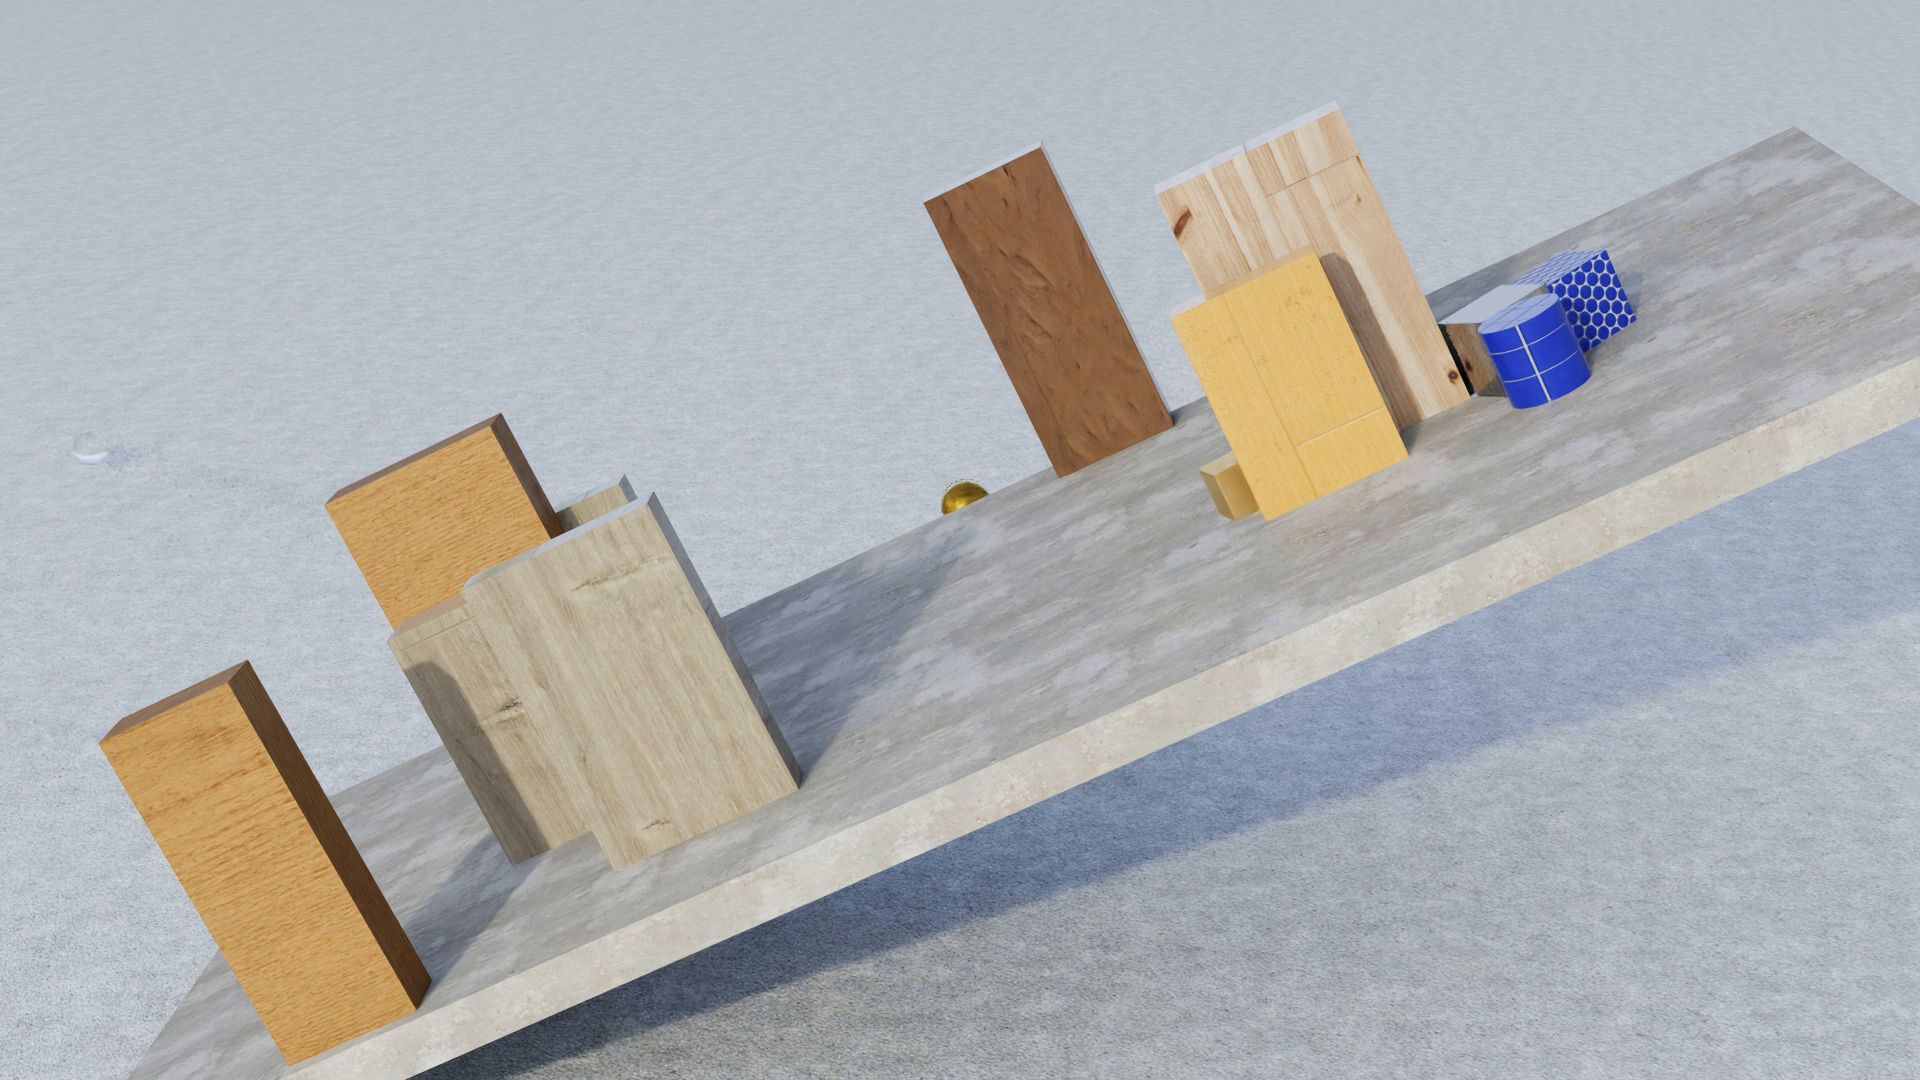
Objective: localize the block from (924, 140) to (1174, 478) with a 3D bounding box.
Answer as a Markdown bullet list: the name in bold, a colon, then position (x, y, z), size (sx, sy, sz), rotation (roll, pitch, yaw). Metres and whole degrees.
- **block**: position (0.215, -0.545, 7.000), size (0.305, 0.741, 0.101), rotation (-24, 13, 9)

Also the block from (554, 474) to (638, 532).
- **block**: position (-0.790, 0.129, 6.886), size (0.261, 0.502, 0.089), rotation (-24, 13, 9)

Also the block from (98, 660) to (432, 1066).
- **block**: position (-1.306, 0.613, 5.559), size (0.279, 0.722, 0.135), rotation (-24, 13, 9)

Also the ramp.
- **ramp**: position (0.137, 0.168, 6.281), size (4.000, 0.100, 2.000), rotation (-24, 13, 9)

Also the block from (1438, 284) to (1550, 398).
- **block**: position (1.117, -0.407, 6.006), size (0.169, 0.169, 0.169), rotation (-31, 14, -18)

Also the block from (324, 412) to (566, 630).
- **block**: position (-1.076, 0.149, 6.777), size (0.431, 0.769, 0.132), rotation (-24, 13, 9)

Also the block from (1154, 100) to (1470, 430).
- **block**: position (0.728, -0.514, 6.078), size (0.407, 0.662, 0.125), rotation (-24, 13, 9)

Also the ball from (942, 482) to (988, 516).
- **ball**: position (0.026, -0.112, 10.243), size (0.180, 0.180, 0.180), rotation (0, 16, 0)

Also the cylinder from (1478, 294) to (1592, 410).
- **cylinder**: position (1.140, -0.374, 5.834), size (0.170, 0.170, 0.170), rotation (-25, 13, 6)

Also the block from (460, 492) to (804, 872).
- **block**: position (-0.634, 0.280, 5.723), size (0.408, 0.638, 0.090), rotation (-24, 13, 9)

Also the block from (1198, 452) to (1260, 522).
- **block**: position (0.578, -0.117, 6.067), size (0.109, 0.109, 0.109), rotation (-28, 13, -7)

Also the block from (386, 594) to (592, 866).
- **block**: position (-0.857, 0.337, 6.130), size (0.440, 0.547, 0.137), rotation (-24, 13, 9)

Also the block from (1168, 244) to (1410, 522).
- **block**: position (0.659, -0.315, 5.894), size (0.313, 0.461, 0.094), rotation (-24, 13, 9)

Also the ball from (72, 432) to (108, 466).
- **ball**: position (-3.295, -0.346, 11.145), size (0.129, 0.129, 0.129), rotation (0, 16, 0)

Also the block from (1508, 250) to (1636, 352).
- **block**: position (1.254, -0.486, 6.057), size (0.162, 0.162, 0.162), rotation (-31, 14, -18)
